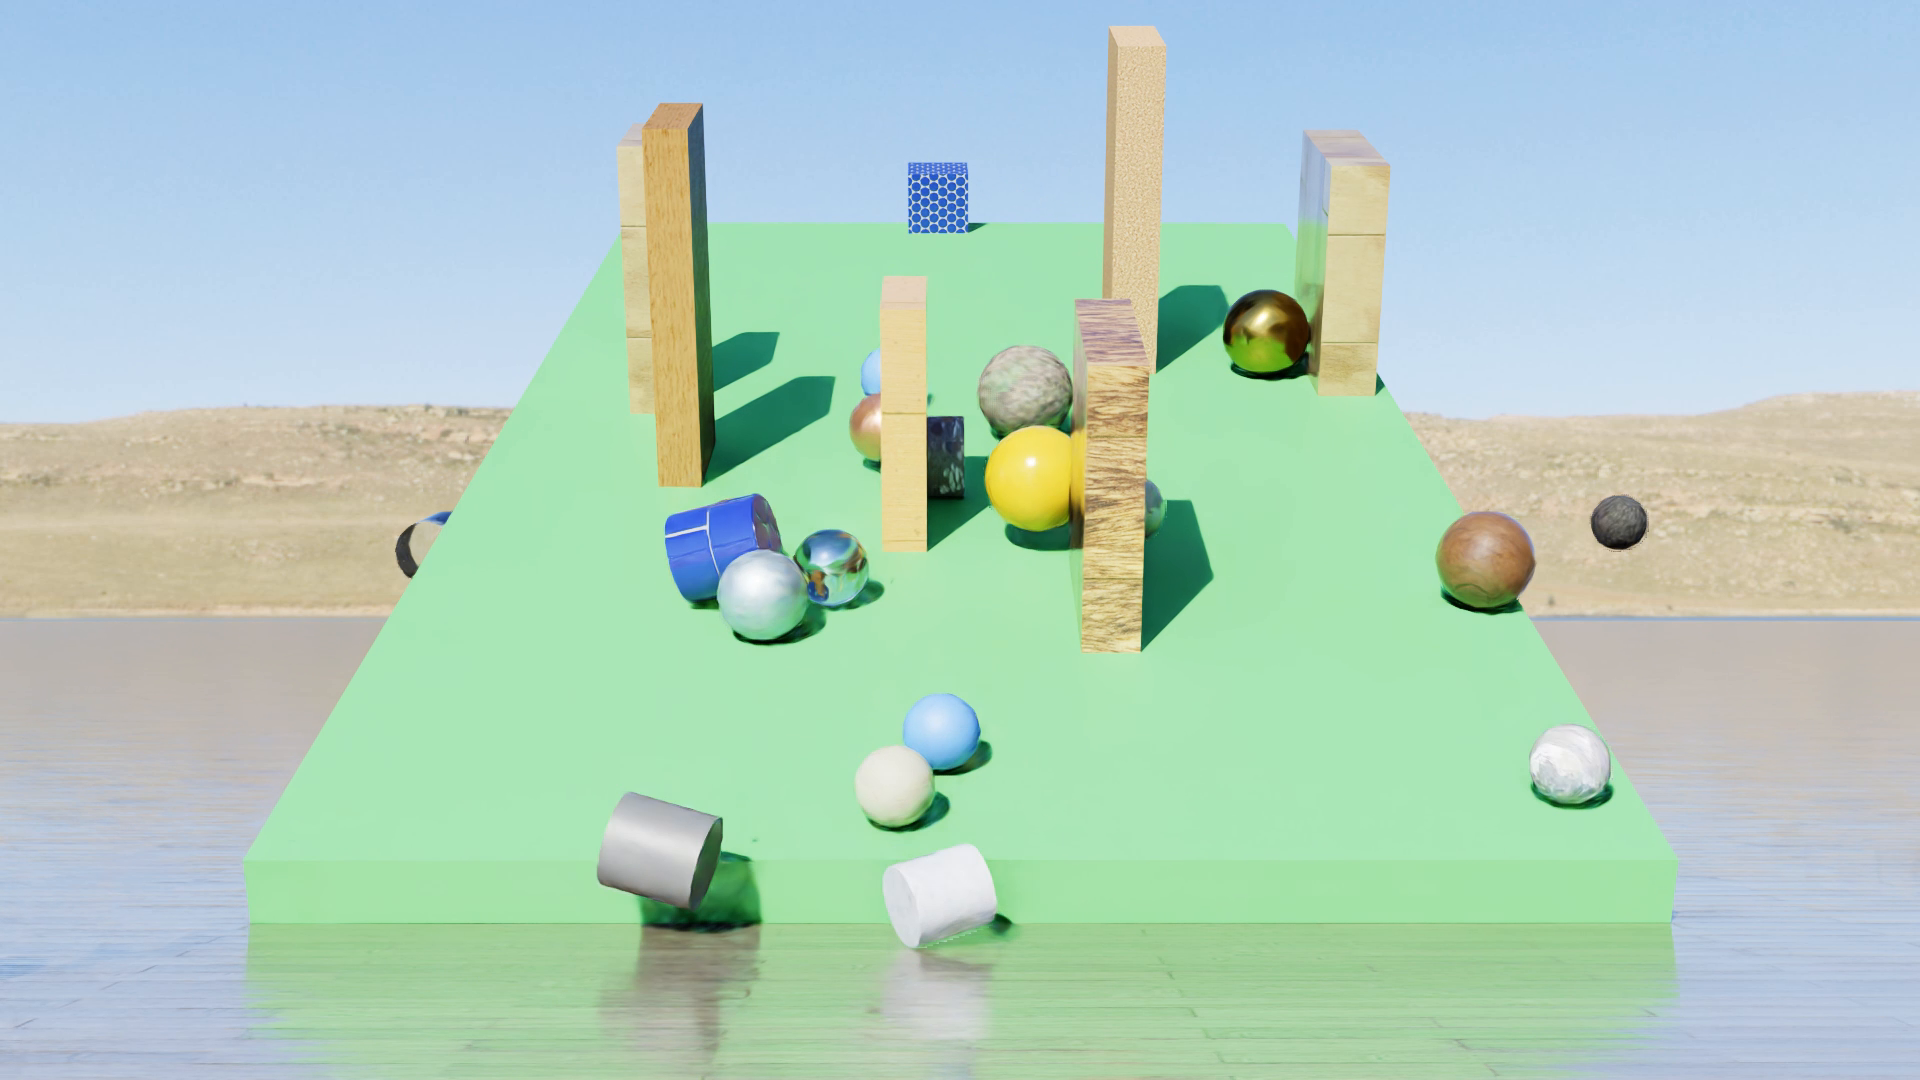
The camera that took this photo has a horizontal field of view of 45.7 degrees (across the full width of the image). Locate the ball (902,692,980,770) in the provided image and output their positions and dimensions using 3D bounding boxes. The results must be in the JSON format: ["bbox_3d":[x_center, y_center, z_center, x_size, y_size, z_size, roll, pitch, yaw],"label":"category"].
[{"bbox_3d":[-0.028,0.288,3.423,0.117,0.117,0.117,0,-2,0],"label":"ball"}]

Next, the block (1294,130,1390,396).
[{"bbox_3d":[0.889,-0.658,5.349,0.132,0.533,0.439,0,21,0],"label":"block"}]

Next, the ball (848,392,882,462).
[{"bbox_3d":[-0.157,-0.234,4.712,0.148,0.148,0.148,0,-2,0],"label":"ball"}]

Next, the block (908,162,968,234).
[{"bbox_3d":[-0.066,-1.027,6.827,0.178,0.178,0.178,0,21,-1],"label":"block"}]

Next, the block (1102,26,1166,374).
[{"bbox_3d":[0.410,-0.811,5.420,0.109,0.768,0.328,0,21,0],"label":"block"}]

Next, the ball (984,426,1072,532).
[{"bbox_3d":[0.146,-0.115,4.276,0.199,0.199,0.199,0,-2,0],"label":"ball"}]

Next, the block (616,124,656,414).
[{"bbox_3d":[-0.692,-0.613,5.125,0.093,0.601,0.277,0,21,0],"label":"block"}]

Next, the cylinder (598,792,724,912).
[{"bbox_3d":[-0.404,0.420,3.075,0.130,0.130,0.130,15,0,8],"label":"cylinder"}]

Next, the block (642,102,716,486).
[{"bbox_3d":[-0.570,-0.501,4.649,0.088,0.729,0.294,0,21,0],"label":"block"}]

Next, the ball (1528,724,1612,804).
[{"bbox_3d":[0.890,0.327,3.323,0.118,0.118,0.118,0,-2,0],"label":"ball"}]

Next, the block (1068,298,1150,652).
[{"bbox_3d":[0.255,-0.120,3.960,0.100,0.504,0.427,0,21,0],"label":"block"}]

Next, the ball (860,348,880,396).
[{"bbox_3d":[-0.154,-0.366,5.123,0.143,0.143,0.143,0,-2,0],"label":"ball"}]

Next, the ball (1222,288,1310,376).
[{"bbox_3d":[0.721,-0.489,5.367,0.205,0.205,0.205,0,-2,0],"label":"ball"}]

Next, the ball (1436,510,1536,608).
[{"bbox_3d":[0.929,0.034,4.022,0.173,0.173,0.173,0,-2,0],"label":"ball"}]

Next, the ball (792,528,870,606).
[{"bbox_3d":[-0.229,0.048,4.032,0.137,0.137,0.137,0,-2,0],"label":"ball"}]

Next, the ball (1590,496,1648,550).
[{"bbox_3d":[1.812,-0.048,6.260,0.150,0.150,0.150,0,-2,0],"label":"ball"}]

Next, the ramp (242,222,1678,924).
[{"bbox_3d":[-0.005,-0.212,5.060,2.000,0.100,4.000,0,21,0],"label":"ramp"}]

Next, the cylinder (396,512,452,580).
[{"bbox_3d":[-1.213,0.018,5.281,0.147,0.147,0.147,0,10,6],"label":"cylinder"}]

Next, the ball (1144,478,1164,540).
[{"bbox_3d":[0.320,-0.060,4.277,0.129,0.129,0.129,0,-2,0],"label":"ball"}]

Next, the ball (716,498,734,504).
[{"bbox_3d":[-0.414,-0.008,4.177,0.138,0.138,0.138,0,-2,0],"label":"ball"}]

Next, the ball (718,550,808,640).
[{"bbox_3d":[-0.336,0.094,3.883,0.155,0.155,0.155,0,-2,0],"label":"ball"}]

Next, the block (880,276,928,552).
[{"bbox_3d":[-0.105,-0.241,4.327,0.084,0.471,0.248,0,21,0],"label":"block"}]

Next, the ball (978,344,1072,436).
[{"bbox_3d":[0.141,-0.317,4.904,0.207,0.207,0.207,0,-2,0],"label":"ball"}]

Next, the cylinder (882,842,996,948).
[{"bbox_3d":[-0.027,0.466,2.986,0.111,0.111,0.111,-13,4,-24],"label":"cylinder"}]

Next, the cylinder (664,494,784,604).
[{"bbox_3d":[-0.415,0.015,4.025,0.163,0.163,0.163,-13,-4,10],"label":"cylinder"}]

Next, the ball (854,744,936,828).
[{"bbox_3d":[-0.093,0.352,3.255,0.117,0.117,0.117,0,-2,0],"label":"ball"}]
